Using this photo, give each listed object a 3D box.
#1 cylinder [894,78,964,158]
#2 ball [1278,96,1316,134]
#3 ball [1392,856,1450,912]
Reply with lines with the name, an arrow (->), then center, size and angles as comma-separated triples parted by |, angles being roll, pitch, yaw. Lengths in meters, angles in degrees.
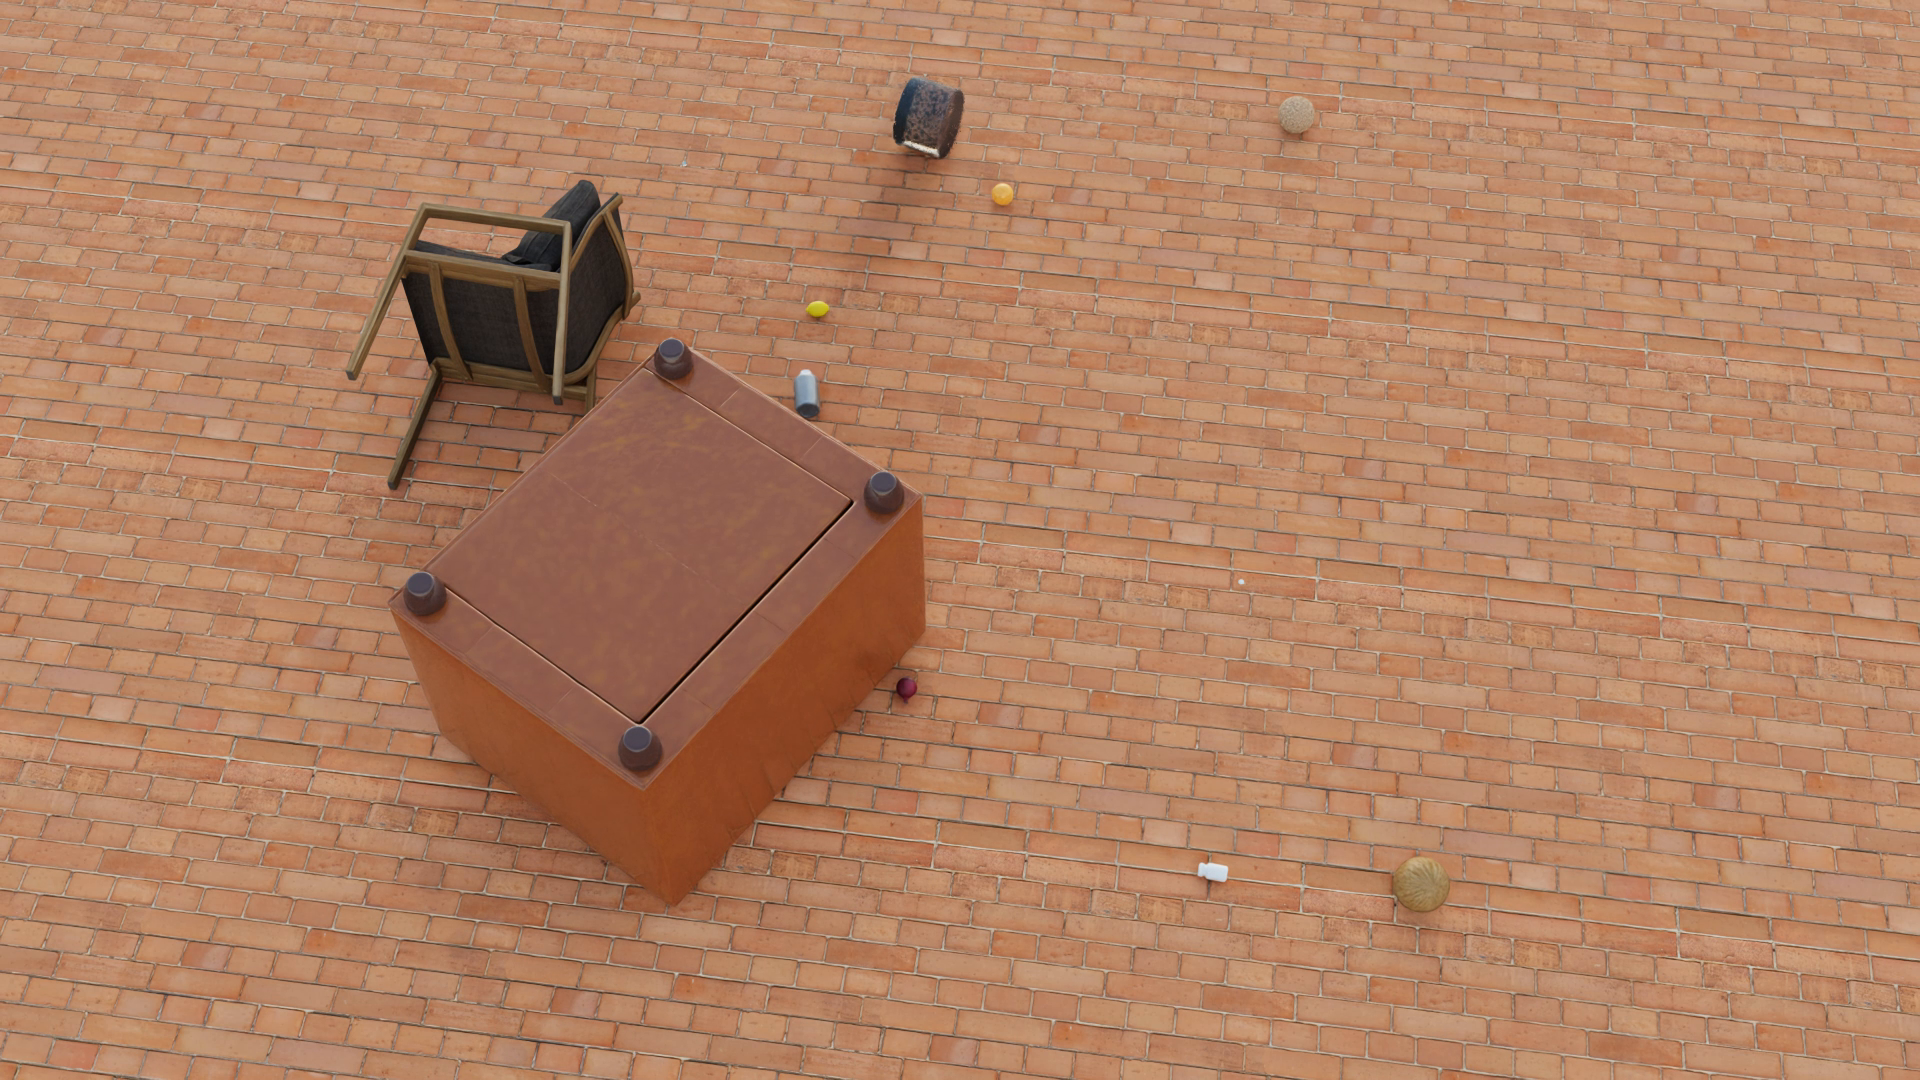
cylinder -> -0.105, -1.420, 7.386 | 0.160, 0.235, 0.220 | 19, 39, 12
ball -> 1.143, -1.444, 7.467 | 0.126, 0.126, 0.126 | 0, 56, 0
ball -> 1.231, 0.919, 5.867 | 0.150, 0.150, 0.150 | 0, 56, 0
